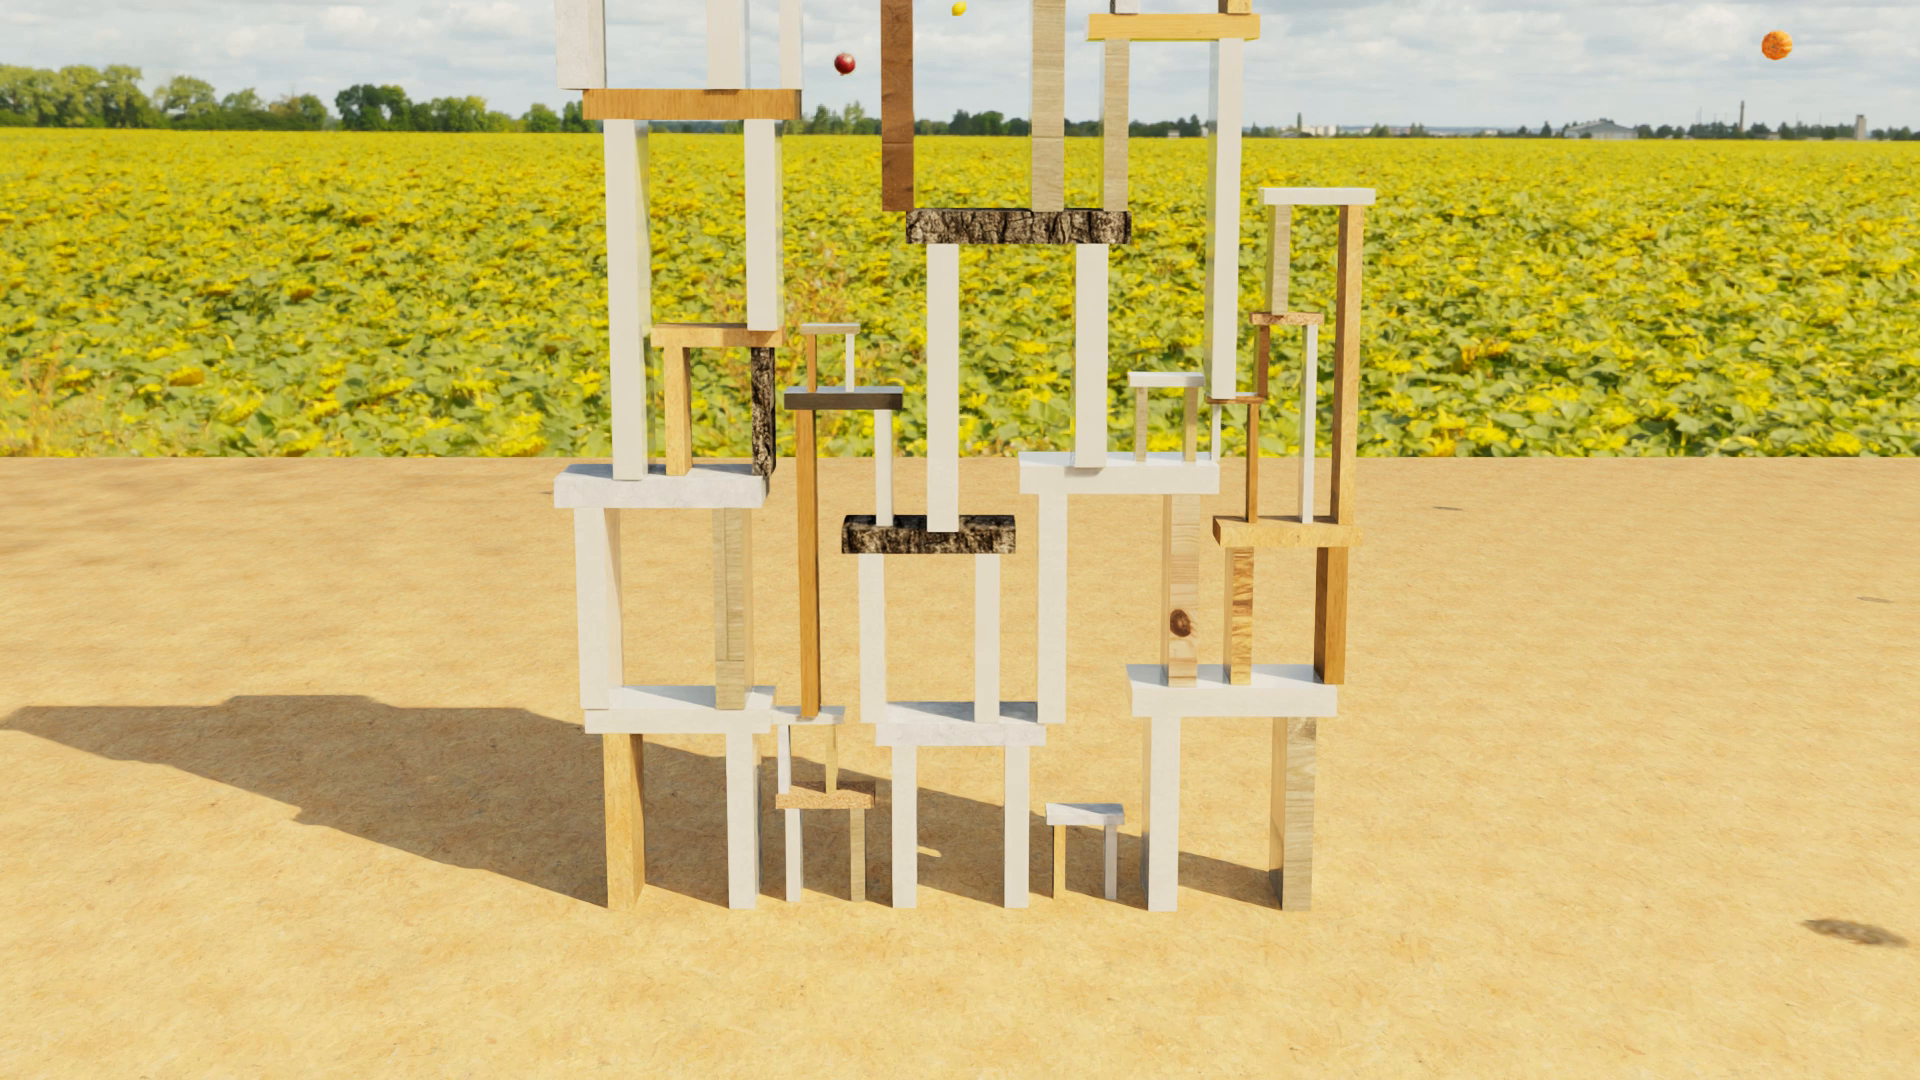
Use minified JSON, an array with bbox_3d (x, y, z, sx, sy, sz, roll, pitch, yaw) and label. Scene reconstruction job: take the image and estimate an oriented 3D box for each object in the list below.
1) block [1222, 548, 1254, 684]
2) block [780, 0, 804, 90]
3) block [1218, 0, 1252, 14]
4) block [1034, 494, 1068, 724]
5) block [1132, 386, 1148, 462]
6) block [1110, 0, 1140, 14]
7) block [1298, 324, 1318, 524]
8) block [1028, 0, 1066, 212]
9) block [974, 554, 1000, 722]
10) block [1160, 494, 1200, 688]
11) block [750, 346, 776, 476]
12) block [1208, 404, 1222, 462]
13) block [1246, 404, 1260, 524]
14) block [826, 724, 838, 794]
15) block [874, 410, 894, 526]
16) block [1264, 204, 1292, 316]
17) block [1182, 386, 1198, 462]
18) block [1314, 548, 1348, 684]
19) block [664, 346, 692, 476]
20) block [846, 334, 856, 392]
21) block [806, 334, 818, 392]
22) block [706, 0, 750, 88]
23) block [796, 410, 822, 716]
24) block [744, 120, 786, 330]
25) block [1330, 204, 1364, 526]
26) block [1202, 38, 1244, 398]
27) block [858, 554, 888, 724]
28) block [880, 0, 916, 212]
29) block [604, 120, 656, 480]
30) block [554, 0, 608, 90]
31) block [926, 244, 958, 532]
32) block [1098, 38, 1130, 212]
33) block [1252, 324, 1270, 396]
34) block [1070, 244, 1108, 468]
[{"bbox_3d":[0.452,0.112,3.576,0.032,0.226,0.113,0,11,0],"label":"block"},{"bbox_3d":[-0.262,-0.906,3.392,0.029,0.415,0.103,0,11,0],"label":"block"},{"bbox_3d":[0.425,-0.939,3.382,0.036,0.256,0.128,0,11,0],"label":"block"},{"bbox_3d":[0.147,0.097,3.583,0.044,0.375,0.157,0,11,0],"label":"block"},{"bbox_3d":[0.289,-0.189,3.525,0.017,0.120,0.060,0,11,0],"label":"block"},{"bbox_3d":[0.254,-0.939,3.381,0.036,0.257,0.128,0,11,0],"label":"block"},{"bbox_3d":[0.557,-0.188,3.525,0.016,0.318,0.056,0,10,0],"label":"block"},{"bbox_3d":[0.134,-0.691,3.435,0.049,0.345,0.172,0,11,0],"label":"block"},{"bbox_3d":[0.044,0.146,3.585,0.039,0.277,0.139,0,11,0],"label":"block"},{"bbox_3d":[0.357,0.067,3.575,0.044,0.314,0.157,0,11,0],"label":"block"},{"bbox_3d":[-0.314,-0.212,3.524,0.029,0.205,0.103,0,11,0],"label":"block"},{"bbox_3d":[0.409,-0.175,3.527,0.013,0.092,0.046,0,11,0],"label":"block"},{"bbox_3d":[0.470,-0.126,3.536,0.013,0.192,0.046,0,11,0],"label":"block"},{"bbox_3d":[-0.211,0.353,3.622,0.017,0.117,0.059,0,11,0],"label":"block"},{"bbox_3d":[-0.122,-0.123,3.543,0.027,0.187,0.094,-1,11,0],"label":"block"},{"bbox_3d":[0.503,-0.446,3.484,0.024,0.172,0.086,1,10,0],"label":"block"},{"bbox_3d":[0.369,-0.189,3.525,0.017,0.120,0.060,0,11,0],"label":"block"},{"bbox_3d":[0.603,0.112,3.576,0.032,0.226,0.113,0,11,0],"label":"block"},{"bbox_3d":[-0.451,-0.212,3.524,0.029,0.205,0.103,0,11,0],"label":"block"},{"bbox_3d":[-0.175,-0.284,3.504,0.013,0.092,0.046,0,11,0],"label":"block"},{"bbox_3d":[-0.236,-0.284,3.504,0.013,0.092,0.046,0,11,0],"label":"block"},{"bbox_3d":[-0.358,-0.870,3.393,0.049,0.344,0.172,0,11,0],"label":"block"},{"bbox_3d":[-0.246,0.032,3.571,0.027,0.501,0.094,0,11,0],"label":"block"},{"bbox_3d":[-0.307,-0.499,3.465,0.046,0.322,0.161,0,10,0],"label":"block"},{"bbox_3d":[0.617,-0.280,3.510,0.024,0.506,0.086,0,10,0],"label":"block"},{"bbox_3d":[0.414,-0.506,3.469,0.037,0.553,0.131,0,11,0],"label":"block"},{"bbox_3d":[-0.141,0.146,3.585,0.039,0.277,0.139,0,11,0],"label":"block"},{"bbox_3d":[-0.096,-0.690,3.433,0.049,0.345,0.172,0,11,0],"label":"block"},{"bbox_3d":[-0.522,-0.383,3.486,0.046,0.556,0.161,0,11,0],"label":"block"},{"bbox_3d":[-0.587,-0.871,3.394,0.049,0.344,0.172,0,11,0],"label":"block"},{"bbox_3d":[-0.027,-0.250,3.510,0.049,0.450,0.174,0,11,0],"label":"block"},{"bbox_3d":[0.240,-0.649,3.442,0.037,0.261,0.130,0,11,0],"label":"block"},{"bbox_3d":[0.480,-0.290,3.510,0.016,0.112,0.056,1,10,-2],"label":"block"},{"bbox_3d":[0.205,-0.301,3.502,0.049,0.347,0.174,0,11,0],"label":"block"}]
